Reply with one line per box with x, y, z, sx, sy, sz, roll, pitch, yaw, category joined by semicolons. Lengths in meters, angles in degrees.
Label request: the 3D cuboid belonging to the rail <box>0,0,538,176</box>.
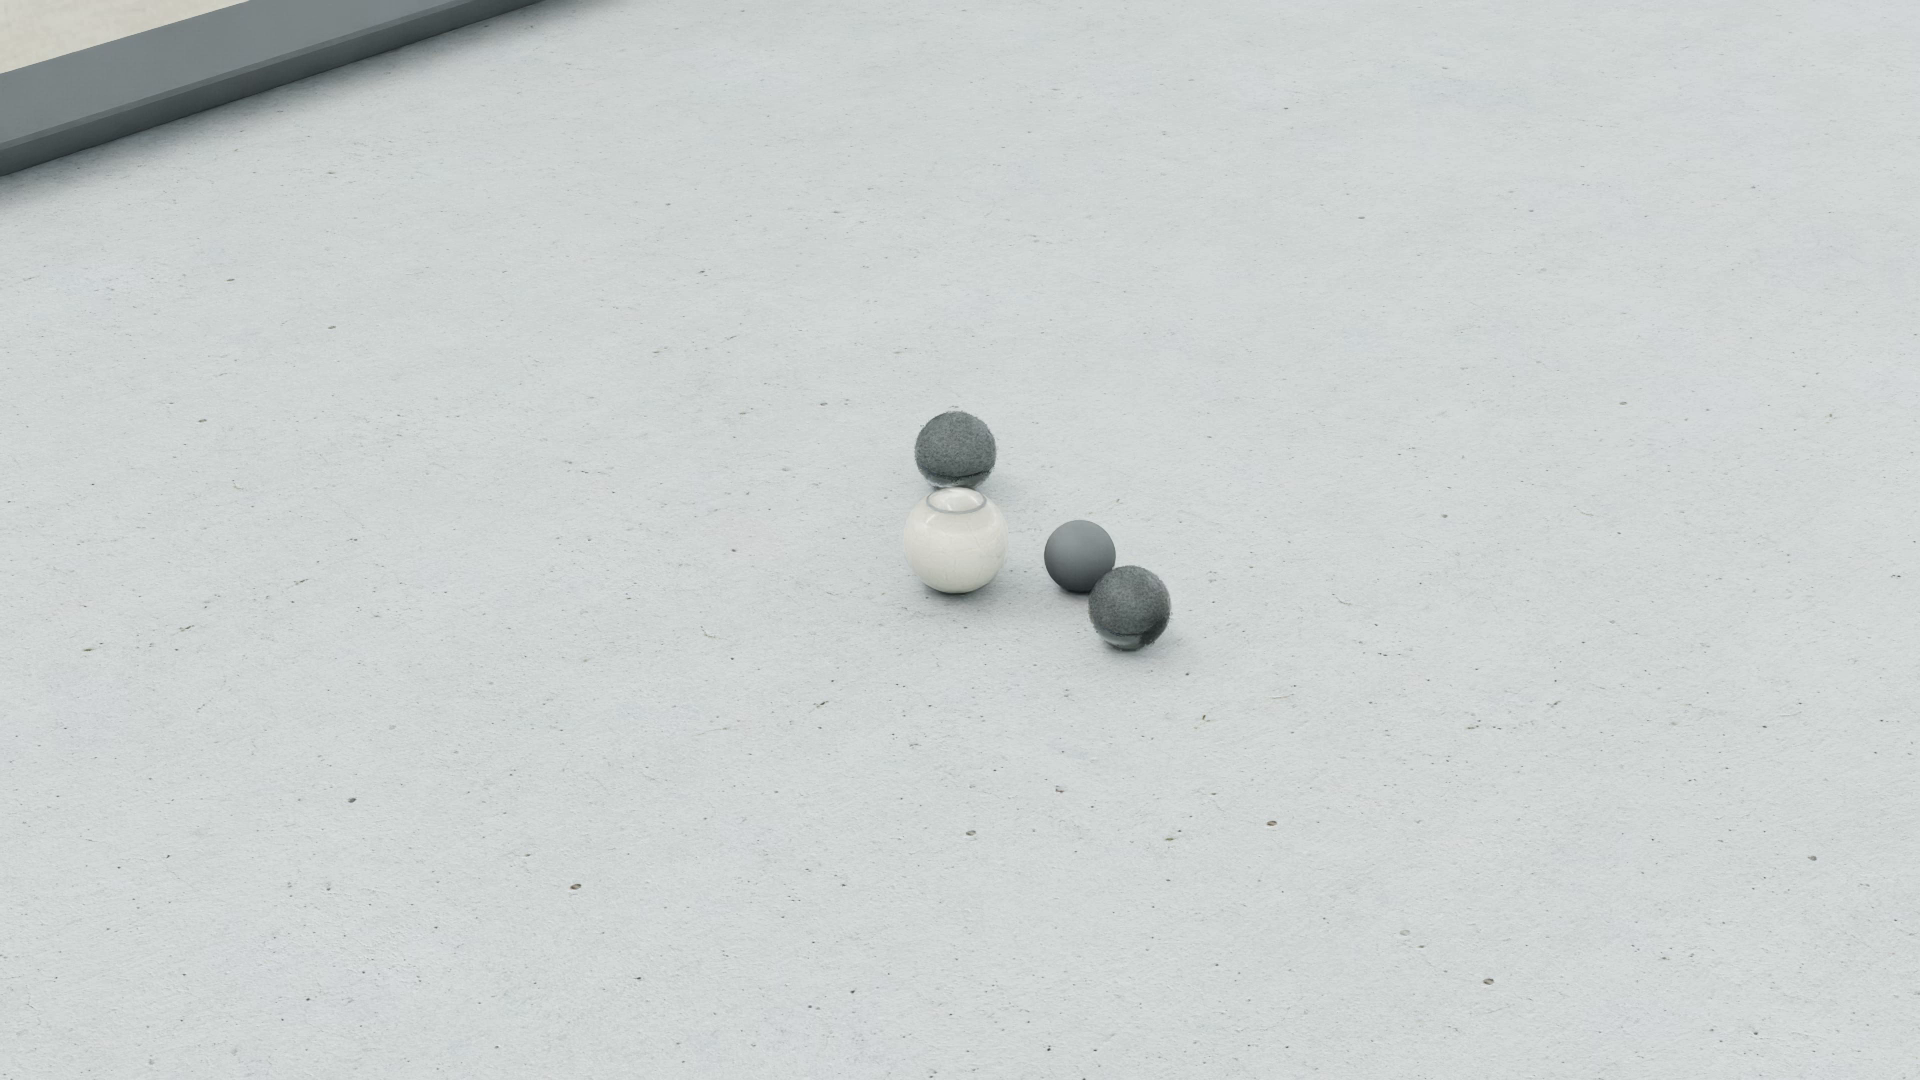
-0.184;-0.665;3.018;0.045;0.081;4.156;19;32;33;rail

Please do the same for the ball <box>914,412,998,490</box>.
-0.003;-0.055;1.844;0.052;0.052;0.052;0;27;0;ball

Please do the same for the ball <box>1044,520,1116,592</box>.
0.070;0.009;1.728;0.042;0.042;0.042;0;27;0;ball

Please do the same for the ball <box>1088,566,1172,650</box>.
0.096;0.038;1.665;0.048;0.048;0.048;0;27;0;ball

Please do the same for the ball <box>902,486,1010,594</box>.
-0.002;0.000;1.723;0.063;0.063;0.063;0;27;0;ball
